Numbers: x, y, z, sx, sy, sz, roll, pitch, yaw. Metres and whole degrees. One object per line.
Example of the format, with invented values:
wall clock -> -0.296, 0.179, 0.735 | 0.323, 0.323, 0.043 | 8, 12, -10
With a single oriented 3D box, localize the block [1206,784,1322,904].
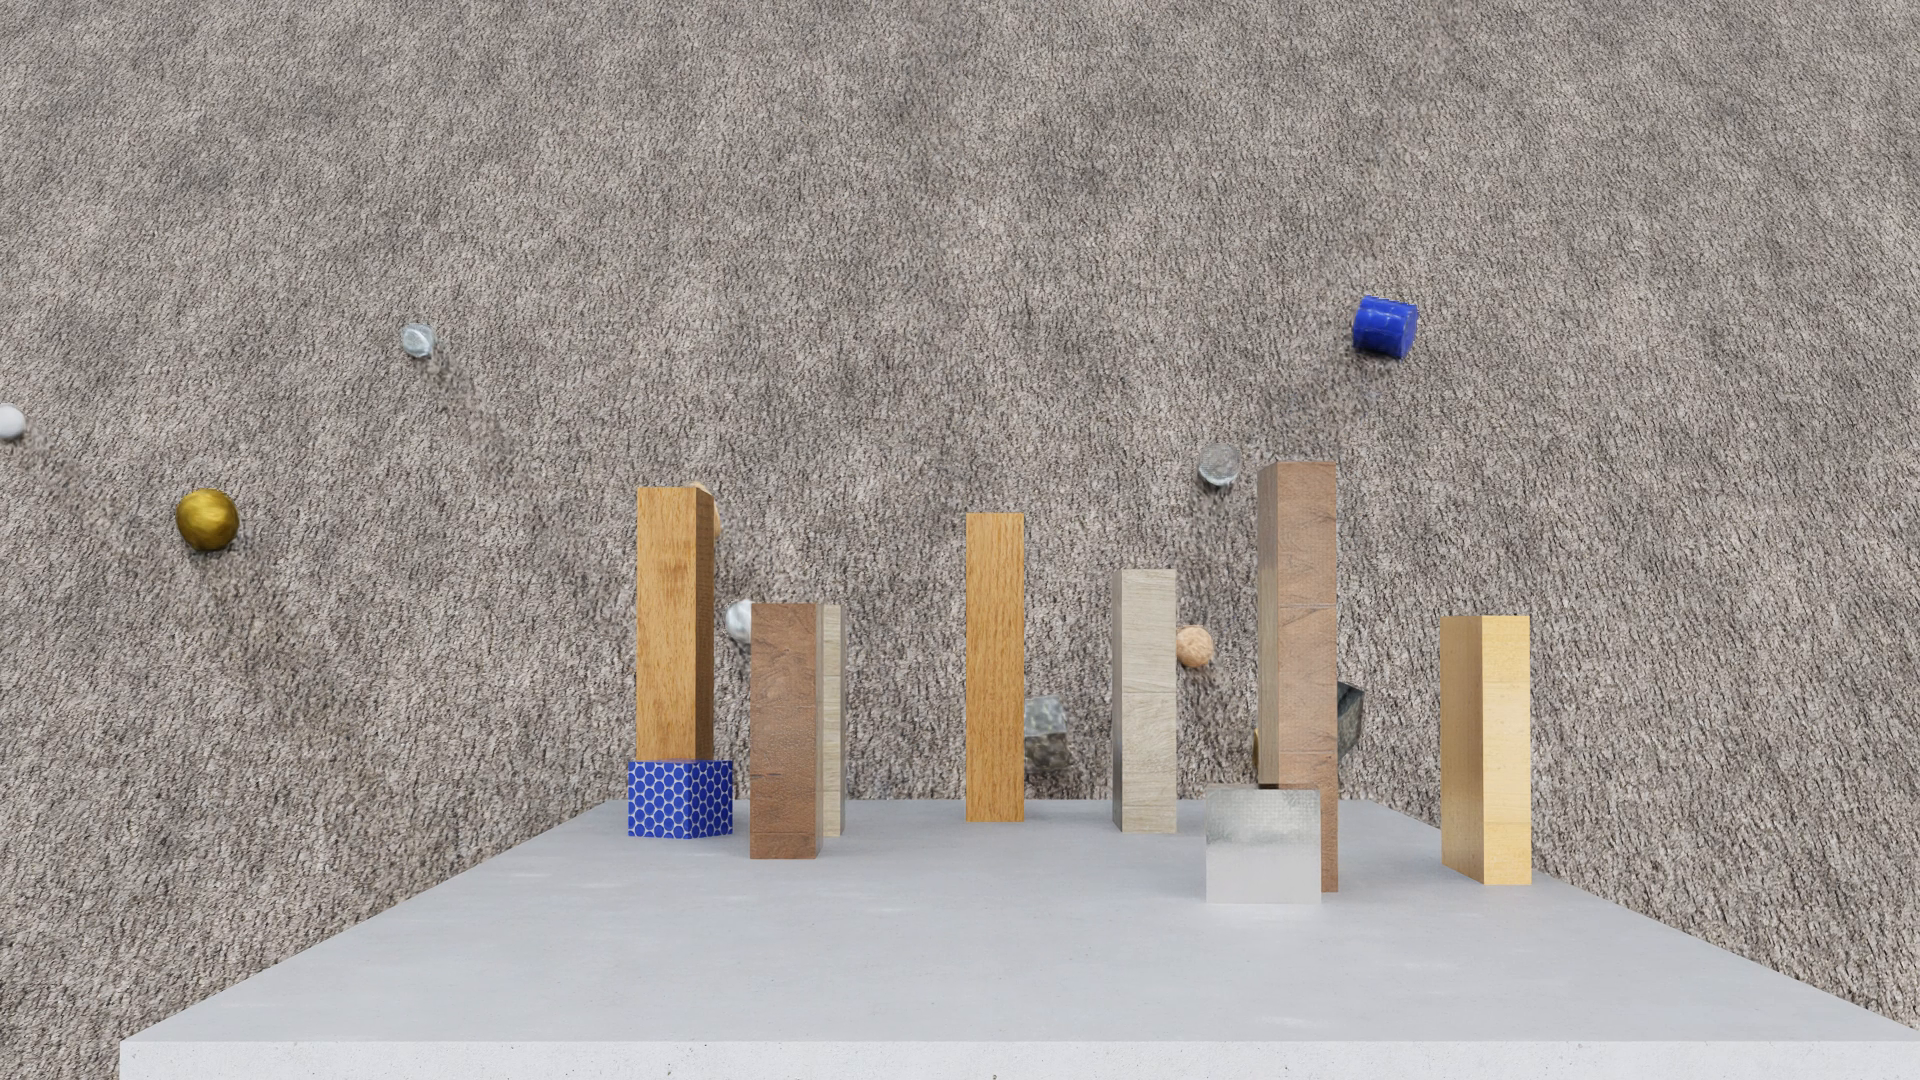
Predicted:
block -> 0.509, 0.508, 4.365 | 0.187, 0.187, 0.187 | 0, -2, 6

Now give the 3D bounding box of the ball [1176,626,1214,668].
ball -> 0.667, 0.306, 7.421 | 0.117, 0.117, 0.117 | 0, 35, 0

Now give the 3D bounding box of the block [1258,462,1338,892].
block -> 0.597, 0.239, 4.618 | 0.101, 0.741, 0.305 | 0, -2, 0

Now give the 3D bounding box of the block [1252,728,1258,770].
block -> 0.863, 0.582, 7.037 | 0.109, 0.109, 0.109 | -7, 36, -9

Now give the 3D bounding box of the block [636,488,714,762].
block -> -0.657, 0.273, 6.024 | 0.132, 0.769, 0.431 | 0, -2, 0

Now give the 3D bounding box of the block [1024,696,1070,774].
block -> 0.215, 0.530, 7.062 | 0.142, 0.142, 0.142 | -7, 40, -1

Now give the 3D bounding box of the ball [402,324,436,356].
ball -> -1.836, -0.677, 8.813 | 0.109, 0.109, 0.109 | 0, 35, 0

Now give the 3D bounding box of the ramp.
ramp -> 0.078, 0.667, 4.848 | 2.000, 0.100, 4.000 | 0, -2, 0

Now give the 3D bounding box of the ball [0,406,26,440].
ball -> -3.077, -0.378, 8.390 | 0.111, 0.111, 0.111 | 0, 35, 0

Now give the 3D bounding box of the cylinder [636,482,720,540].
cylinder -> -0.853, -0.059, 7.875 | 0.186, 0.186, 0.186 | -22, 41, -27

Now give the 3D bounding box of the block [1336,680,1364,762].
block -> 0.985, 0.493, 7.110 | 0.169, 0.169, 0.169 | 23, 41, 29

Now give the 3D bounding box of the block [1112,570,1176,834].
block -> 0.418, 0.362, 5.927 | 0.119, 0.582, 0.380 | 0, -2, 0

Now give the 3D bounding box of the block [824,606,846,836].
block -> -0.305, 0.397, 5.773 | 0.089, 0.502, 0.261 | 0, -2, 0

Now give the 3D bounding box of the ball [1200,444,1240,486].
ball -> 0.818, -0.237, 8.176 | 0.129, 0.129, 0.129 | 0, 35, 0

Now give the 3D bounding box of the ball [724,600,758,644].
ball -> -0.618, 0.236, 7.511 | 0.125, 0.125, 0.125 | 0, 35, 0

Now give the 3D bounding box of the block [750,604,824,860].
block -> -0.348, 0.380, 5.253 | 0.128, 0.502, 0.307 | 0, -2, 0

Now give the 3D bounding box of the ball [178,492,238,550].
ball -> -2.280, -0.057, 7.878 | 0.180, 0.180, 0.180 | 0, 35, 0

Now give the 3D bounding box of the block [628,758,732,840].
block -> -0.611, 0.565, 5.688 | 0.162, 0.162, 0.162 | -1, -2, 31

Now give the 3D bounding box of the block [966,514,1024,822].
block -> 0.082, 0.302, 6.222 | 0.135, 0.722, 0.279 | 0, -2, 0

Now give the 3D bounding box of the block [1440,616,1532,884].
block -> 0.967, 0.378, 4.798 | 0.083, 0.475, 0.407 | 0, -2, 0

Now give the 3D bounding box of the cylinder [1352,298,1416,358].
cylinder -> 1.442, -0.722, 8.823 | 0.170, 0.170, 0.170 | 15, 38, 20
